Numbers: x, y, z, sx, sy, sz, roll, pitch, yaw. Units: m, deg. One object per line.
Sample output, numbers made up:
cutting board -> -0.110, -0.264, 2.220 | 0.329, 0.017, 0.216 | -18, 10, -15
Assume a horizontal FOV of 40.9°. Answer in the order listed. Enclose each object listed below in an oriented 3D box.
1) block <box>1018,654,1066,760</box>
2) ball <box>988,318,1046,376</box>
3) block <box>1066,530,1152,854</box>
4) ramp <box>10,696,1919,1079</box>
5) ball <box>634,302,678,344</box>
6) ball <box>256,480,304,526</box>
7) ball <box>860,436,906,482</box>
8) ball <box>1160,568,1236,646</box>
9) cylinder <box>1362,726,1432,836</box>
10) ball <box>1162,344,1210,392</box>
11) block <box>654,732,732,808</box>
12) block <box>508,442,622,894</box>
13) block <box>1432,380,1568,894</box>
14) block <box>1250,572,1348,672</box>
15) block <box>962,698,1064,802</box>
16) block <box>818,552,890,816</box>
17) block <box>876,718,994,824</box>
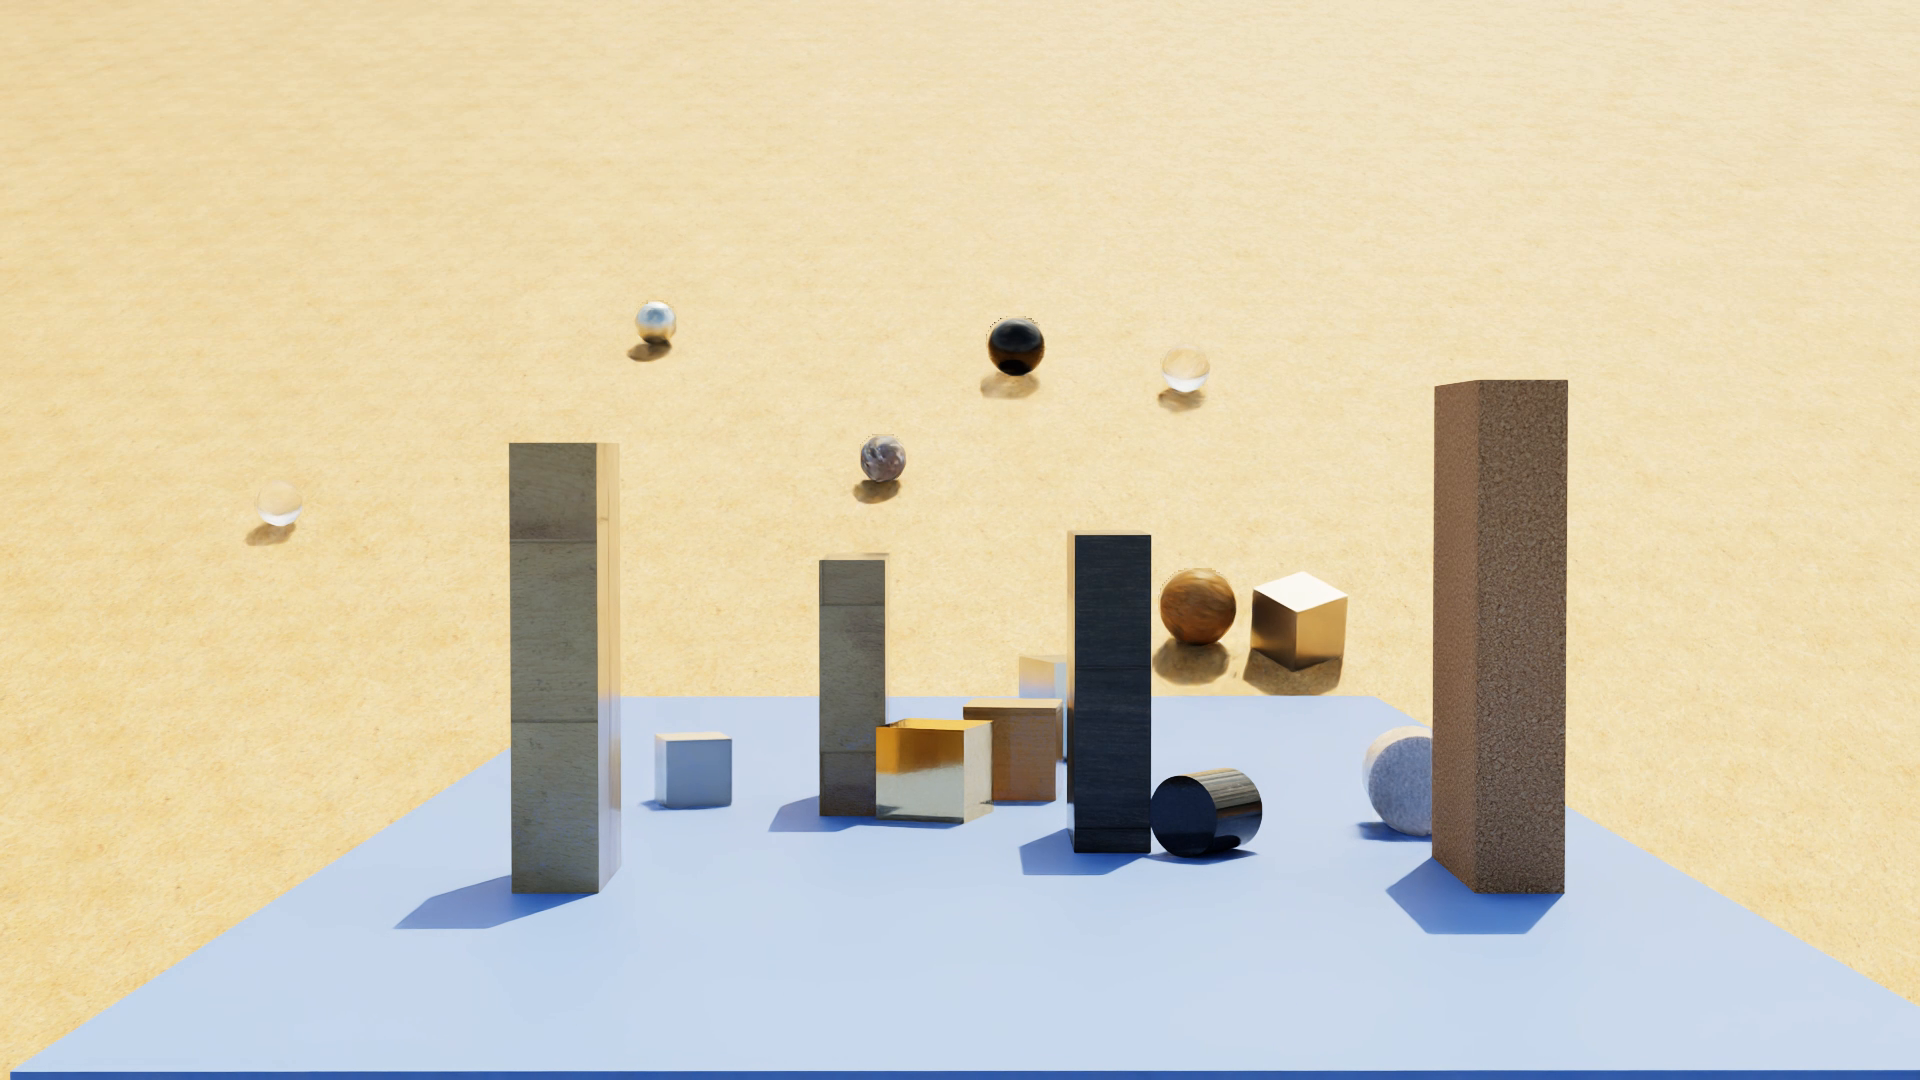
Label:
block -> 0.248, 0.340, 5.276 | 0.197, 0.197, 0.197 | -1, 2, -20
ball -> 0.193, -0.662, 8.832 | 0.200, 0.200, 0.200 | 0, 25, 0
block -> 0.234, 0.232, 4.085 | 0.118, 0.489, 0.272 | 0, 2, 0
ramp -> 0.057, 0.512, 4.553 | 2.000, 0.100, 4.000 | 0, 2, 0
ball -> -1.075, -0.767, 9.117 | 0.152, 0.152, 0.152 | 0, 25, 0
ball -> -2.035, -0.111, 7.711 | 0.137, 0.137, 0.137 | 0, 25, 0
ball -> -0.239, -0.253, 8.008 | 0.146, 0.146, 0.146 | 0, 25, 0
ball -> 0.645, 0.183, 6.988 | 0.209, 0.209, 0.209 | 0, 25, 0
cylinder -> 0.743, 0.392, 4.215 | 0.160, 0.160, 0.160 | 2, 2, 5
ball -> 0.762, -0.581, 8.701 | 0.162, 0.162, 0.162 | 0, 25, 0
block -> -0.471, 0.404, 4.548 | 0.116, 0.116, 0.116 | -1, 2, -16
block -> -0.565, 0.175, 3.704 | 0.122, 0.628, 0.241 | 0, 2, 0
block -> 0.779, 0.130, 3.742 | 0.124, 0.715, 0.331 | 0, 2, 0
block -> 0.913, 0.219, 6.943 | 0.180, 0.180, 0.180 | -16, 29, -31
block -> 0.097, 0.376, 4.645 | 0.165, 0.165, 0.165 | 0, 2, 7
block -> -0.182, 0.246, 4.519 | 0.112, 0.434, 0.320 | 0, 2, 0
block -> -0.041, 0.390, 4.369 | 0.156, 0.156, 0.156 | 1, 2, 19
